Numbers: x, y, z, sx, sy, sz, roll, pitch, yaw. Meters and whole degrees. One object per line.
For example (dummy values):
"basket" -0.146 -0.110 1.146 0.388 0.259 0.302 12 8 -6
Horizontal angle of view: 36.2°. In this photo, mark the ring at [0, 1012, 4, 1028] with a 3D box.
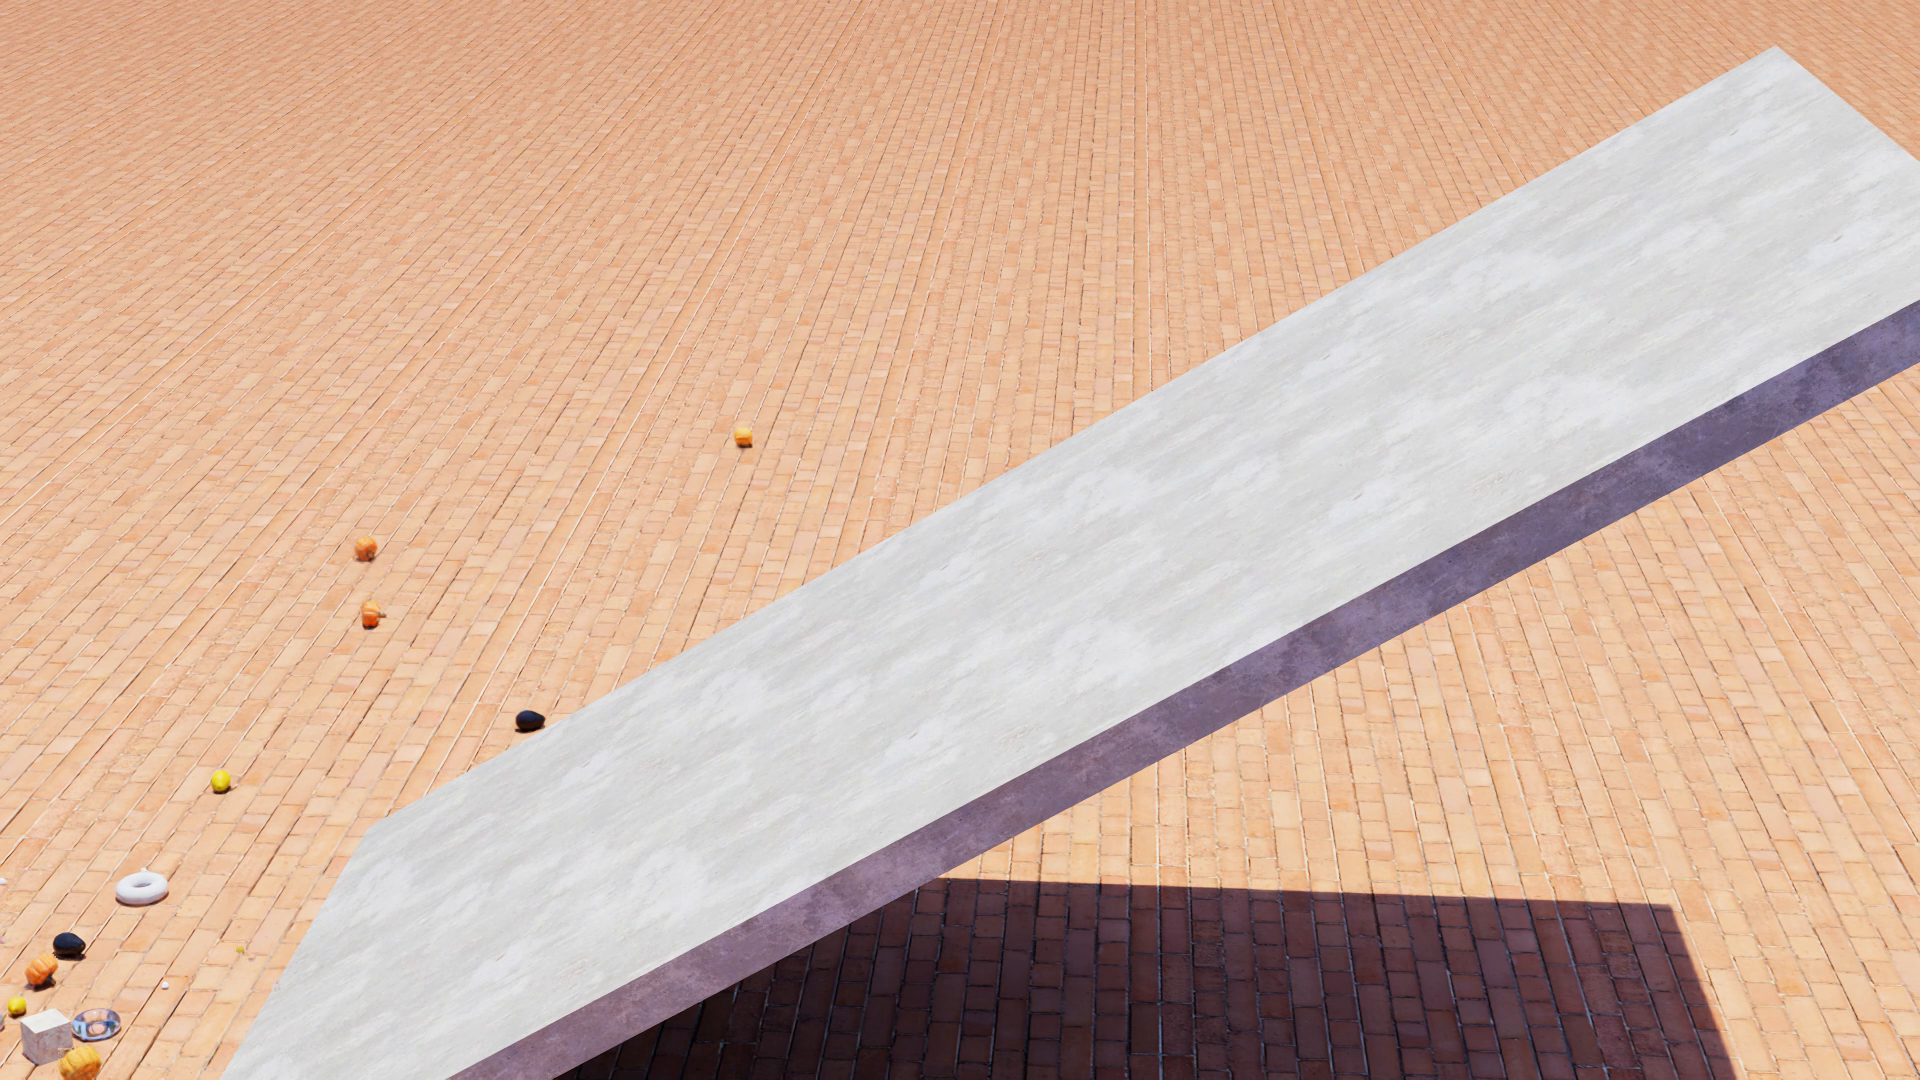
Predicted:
"ring" -2.261 1.114 6.787 0.108 0.036 0.108 -1 19 0

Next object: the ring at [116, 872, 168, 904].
"ring" -2.071 0.883 7.447 0.131 0.044 0.131 0 20 0

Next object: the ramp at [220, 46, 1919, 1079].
"ramp" 0.142 0.168 6.287 4.000 0.100 2.000 -29 15 12

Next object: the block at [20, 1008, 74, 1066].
"block" -2.072 1.128 6.673 0.084 0.084 0.084 -16 25 -38

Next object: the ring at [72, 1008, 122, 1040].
"ring" -1.991 1.116 6.781 0.111 0.037 0.111 1 18 0
